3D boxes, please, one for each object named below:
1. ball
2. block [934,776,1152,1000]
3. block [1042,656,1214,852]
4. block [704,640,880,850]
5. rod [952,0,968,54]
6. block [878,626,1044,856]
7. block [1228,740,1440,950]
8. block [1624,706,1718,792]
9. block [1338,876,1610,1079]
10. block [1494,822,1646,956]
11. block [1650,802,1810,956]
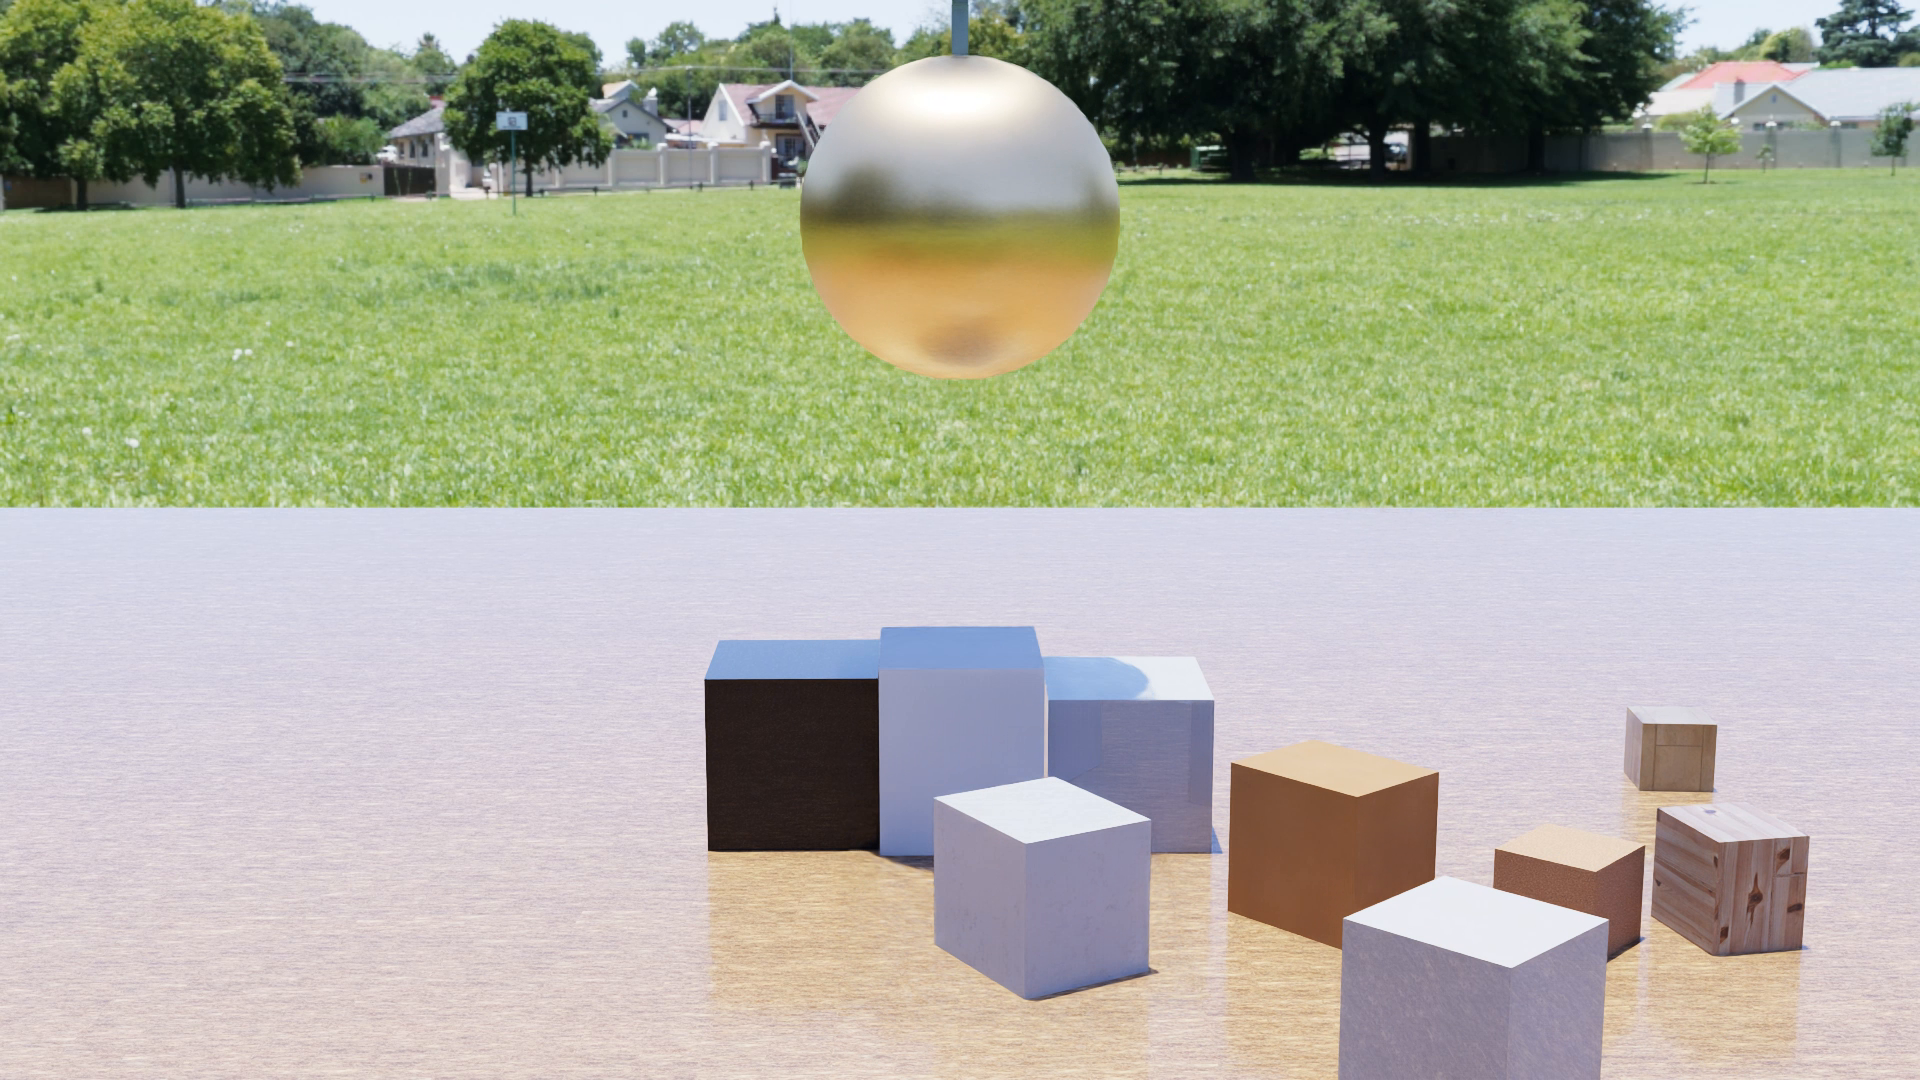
[{"bbox_3d":[0.000,-1.595,10.929,1.600,1.600,1.600,0,10,0],"label":"ball"},{"bbox_3d":[0.347,1.485,9.511,0.629,0.674,0.746,-6,12,-30],"label":"block"},{"bbox_3d":[0.845,1.092,11.366,0.820,0.785,0.919,0,10,0],"label":"block"},{"bbox_3d":[-0.844,1.043,11.365,0.857,0.883,0.865,0,10,-1],"label":"block"},{"bbox_3d":[0.000,-4.937,10.299,0.080,5.200,0.080,0,11,0],"label":"rod"},{"bbox_3d":[-0.002,1.015,11.320,0.814,0.953,0.947,0,10,-1],"label":"block"},{"bbox_3d":[1.693,1.376,10.012,0.585,0.711,0.722,-9,14,-41],"label":"block"},{"bbox_3d":[3.925,1.153,12.162,0.397,0.380,0.370,1,10,4],"label":"block"},{"bbox_3d":[1.855,1.729,7.972,0.686,0.745,0.662,10,14,44],"label":"block"},{"bbox_3d":[2.697,1.565,9.755,0.474,0.430,0.493,9,14,41],"label":"block"},{"bbox_3d":[3.437,1.507,9.836,0.439,0.516,0.514,-2,11,-12],"label":"block"}]
